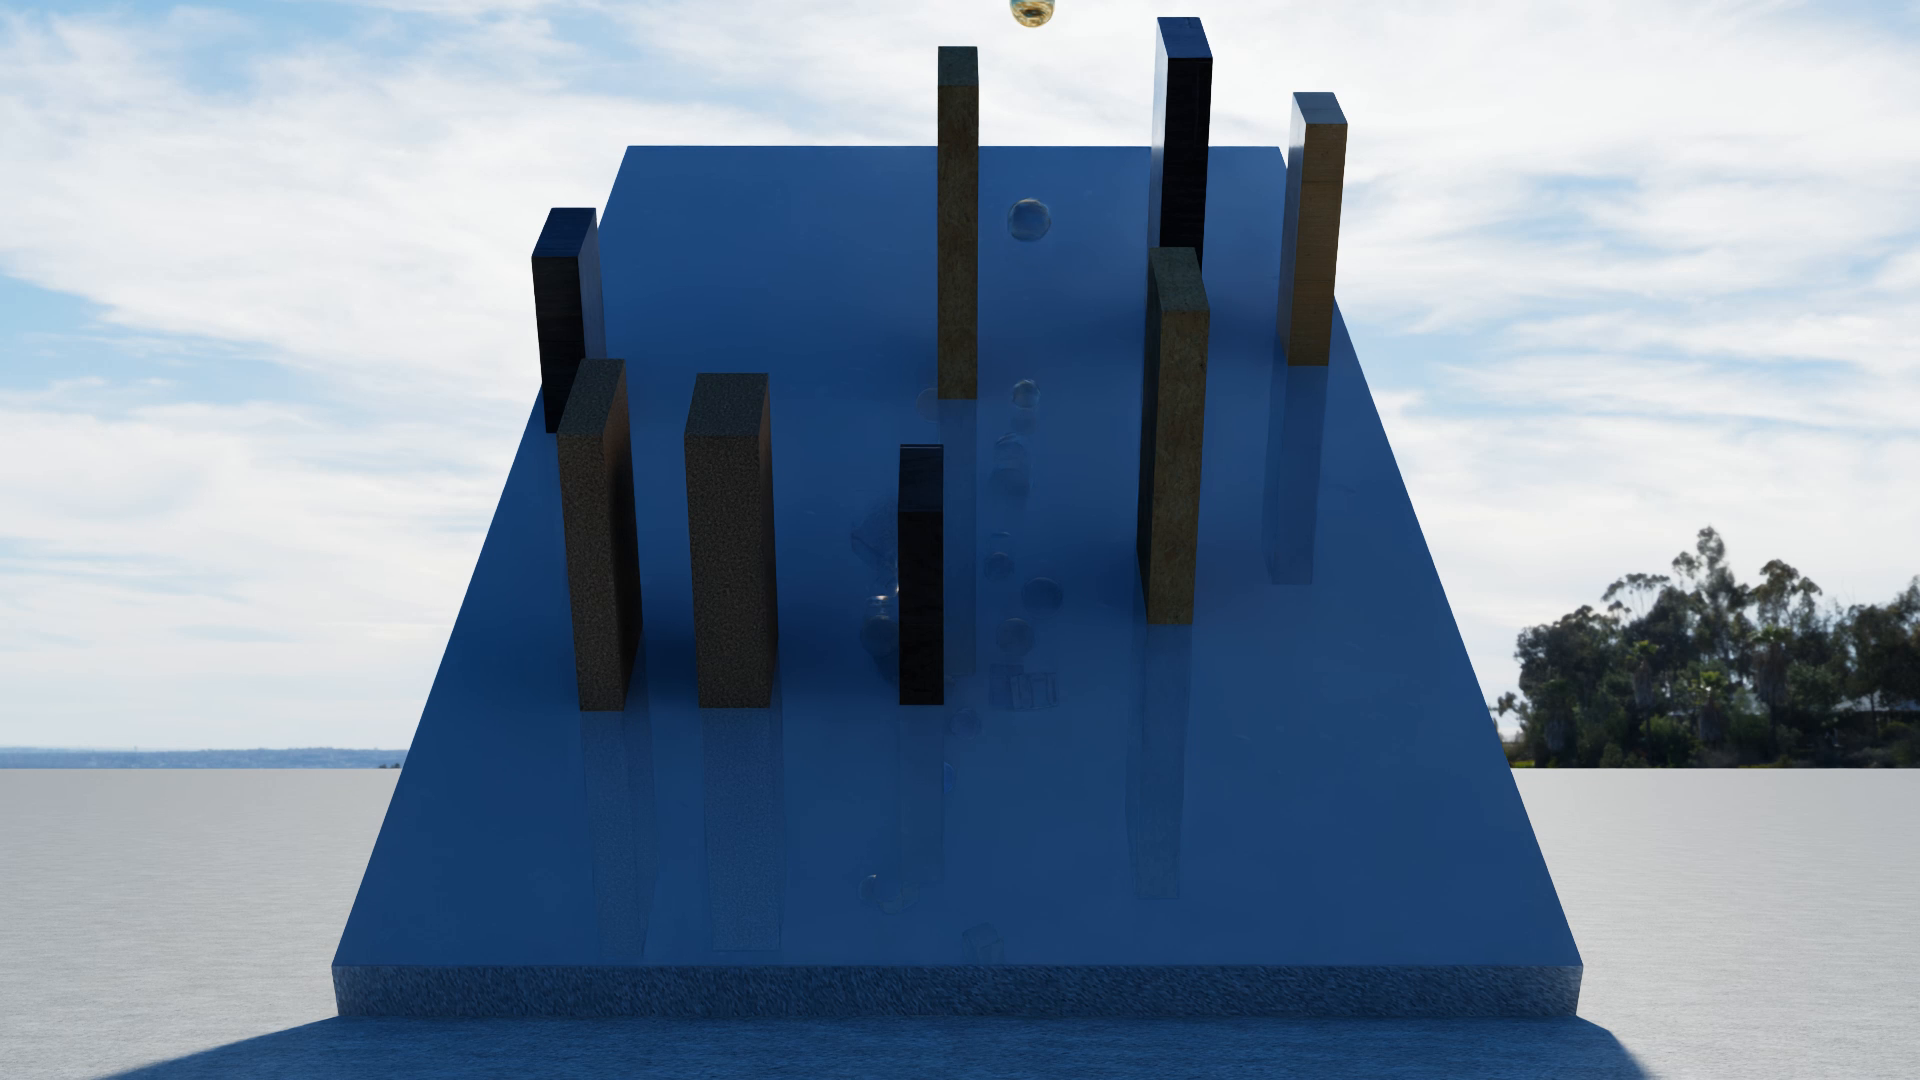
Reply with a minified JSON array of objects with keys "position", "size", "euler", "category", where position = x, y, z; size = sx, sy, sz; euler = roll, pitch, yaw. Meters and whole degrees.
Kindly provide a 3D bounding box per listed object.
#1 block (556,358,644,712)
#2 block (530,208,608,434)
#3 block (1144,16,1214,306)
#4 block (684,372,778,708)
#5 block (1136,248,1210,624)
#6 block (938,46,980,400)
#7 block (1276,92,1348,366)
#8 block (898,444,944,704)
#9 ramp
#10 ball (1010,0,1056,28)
[{"position":[-0.672,-0.010,4.488],"size":[0.082,0.575,0.329],"euler":[0,28,0],"category":"block"},{"position":[-0.907,-0.515,5.573],"size":[0.105,0.436,0.316],"euler":[0,28,0],"category":"block"},{"position":[0.537,-0.872,5.907],"size":[0.106,0.759,0.344],"euler":[0,28,0],"category":"block"},{"position":[-0.424,0.002,4.474],"size":[0.132,0.568,0.269],"euler":[0,28,0],"category":"block"},{"position":[0.420,-0.206,4.754],"size":[0.090,0.676,0.324],"euler":[0,28,0],"category":"block"},{"position":[-0.006,-0.748,5.659],"size":[0.094,0.772,0.304],"euler":[0,28,0],"category":"block"},{"position":[0.858,-0.760,5.847],"size":[0.100,0.619,0.243],"euler":[0,28,0],"category":"block"},{"position":[-0.072,0.064,4.528],"size":[0.082,0.410,0.279],"euler":[0,28,0],"category":"block"},{"position":[-0.012,-0.221,5.599],"size":[2.000,0.100,4.000],"euler":[0,28,0],"category":"ramp"},{"position":[0.226,-1.665,7.435],"size":[0.143,0.143,0.143],"euler":[0,-5,0],"category":"ball"}]
